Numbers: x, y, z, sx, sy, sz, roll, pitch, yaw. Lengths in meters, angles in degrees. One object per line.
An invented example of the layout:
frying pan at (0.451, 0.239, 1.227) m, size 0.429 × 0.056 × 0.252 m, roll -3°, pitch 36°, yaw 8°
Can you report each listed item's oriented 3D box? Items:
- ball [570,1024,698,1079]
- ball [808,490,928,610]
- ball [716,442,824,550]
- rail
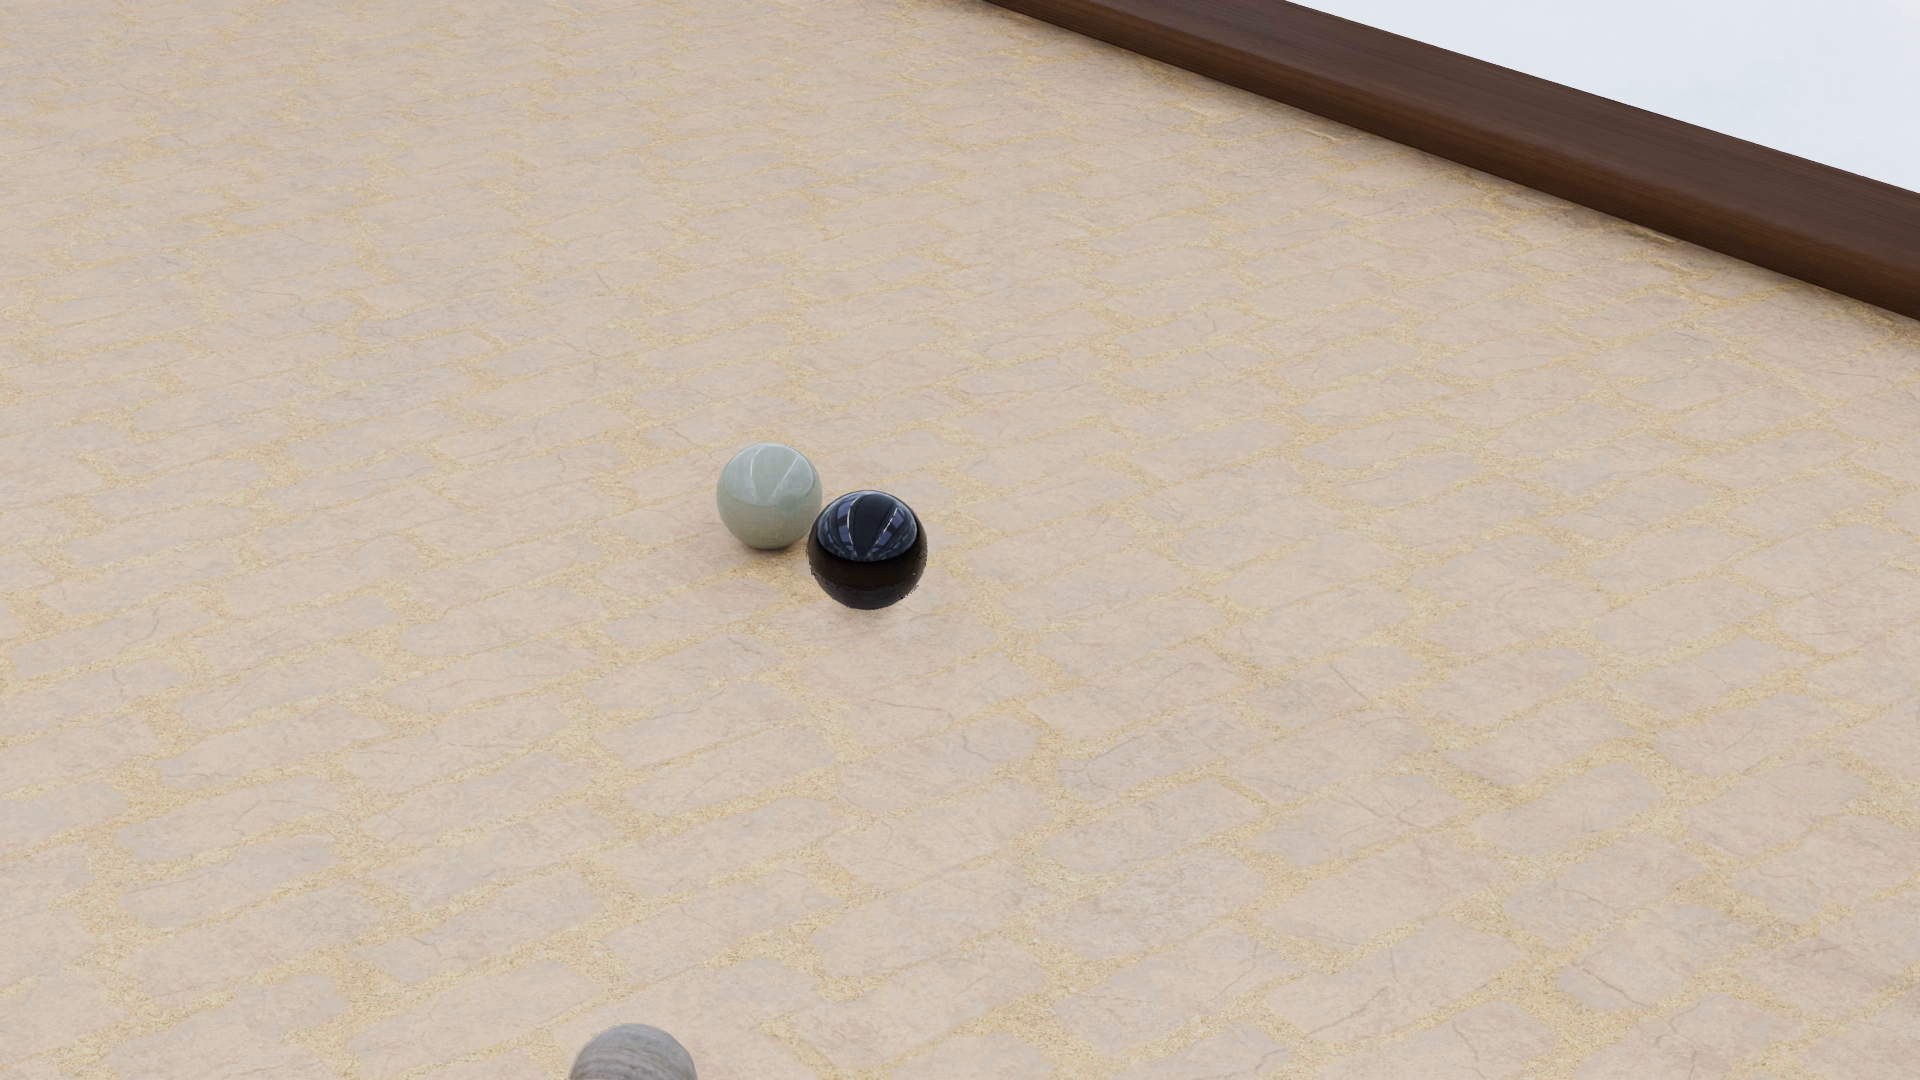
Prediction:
ball at (-0.170, 0.286, 1.533) m, size 0.068 × 0.068 × 0.068 m, roll 0°, pitch 25°, yaw 0°
ball at (-0.066, 0.007, 2.107) m, size 0.086 × 0.086 × 0.086 m, roll 0°, pitch 25°, yaw 0°
ball at (-0.142, -0.033, 2.200) m, size 0.080 × 0.080 × 0.080 m, roll 0°, pitch 25°, yaw 0°
rail at (0.201, -0.609, 3.387) m, size 0.045 × 0.113 × 3.961 m, roll -18°, pitch 30°, yaw -33°
